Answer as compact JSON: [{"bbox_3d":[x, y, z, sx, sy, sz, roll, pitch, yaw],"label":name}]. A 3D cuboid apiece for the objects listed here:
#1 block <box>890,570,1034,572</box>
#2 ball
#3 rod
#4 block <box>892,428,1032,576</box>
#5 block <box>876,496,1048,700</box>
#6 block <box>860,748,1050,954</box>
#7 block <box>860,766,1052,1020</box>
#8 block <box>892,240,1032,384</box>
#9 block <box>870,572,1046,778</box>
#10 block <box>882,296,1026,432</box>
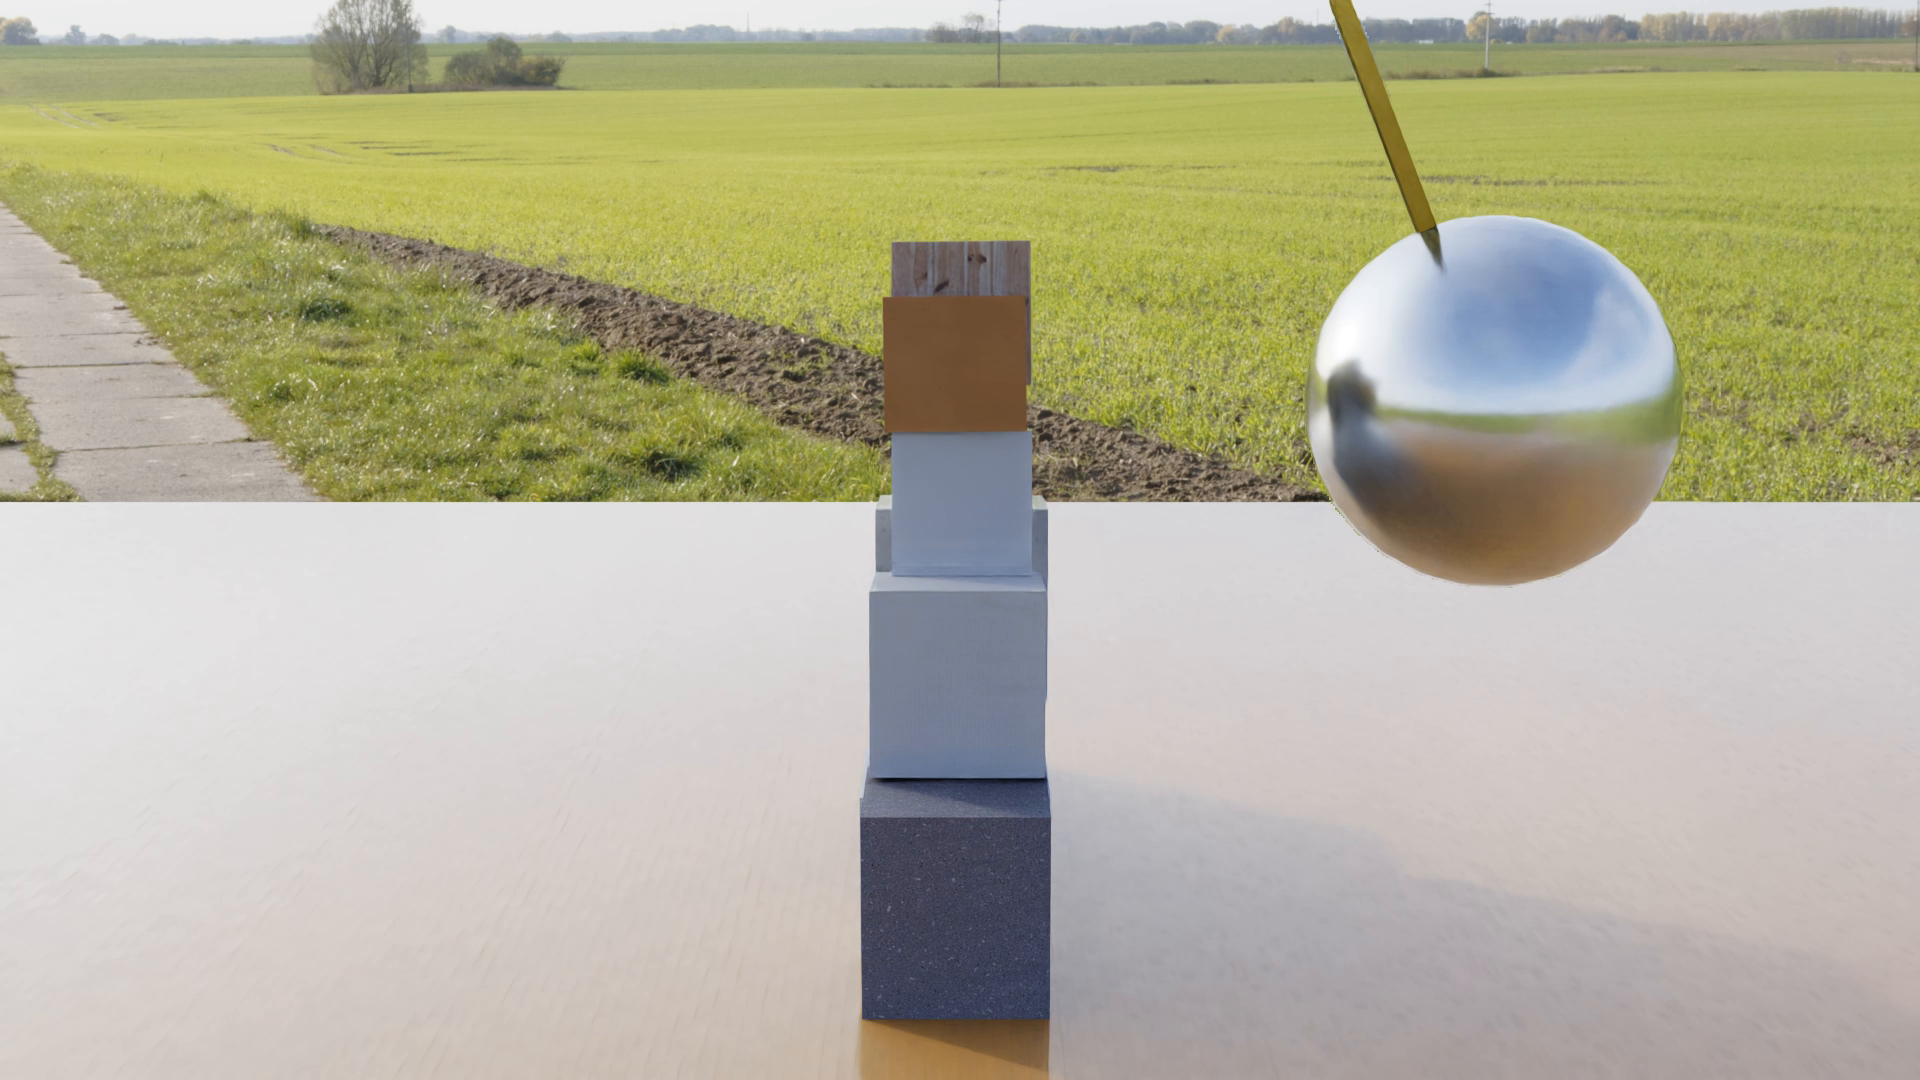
[{"bbox_3d":[0.008,0.470,10.957,0.629,0.612,0.592,0,7,0],"label":"block"},{"bbox_3d":[2.295,-0.599,11.072,1.600,1.600,1.600,0,10,0],"label":"ball"},{"bbox_3d":[0.994,-3.689,10.510,0.080,5.200,0.080,-22,10,4],"label":"rod"},{"bbox_3d":[0.008,-0.167,10.697,0.570,0.591,0.516,0,3,0],"label":"block"},{"bbox_3d":[0.007,0.249,11.619,0.755,0.844,0.751,0,6,0],"label":"block"},{"bbox_3d":[-0.020,1.284,10.670,0.763,0.656,0.760,0,10,0],"label":"block"},{"bbox_3d":[-0.015,1.353,9.928,0.706,0.787,0.705,0,10,0],"label":"block"},{"bbox_3d":[0.008,-0.988,11.196,0.591,0.609,0.603,0,5,0],"label":"block"},{"bbox_3d":[-0.009,0.529,10.293,0.682,0.729,0.717,0,5,0],"label":"block"},{"bbox_3d":[-0.020,-0.730,10.623,0.574,0.544,0.573,-1,4,0],"label":"block"}]
